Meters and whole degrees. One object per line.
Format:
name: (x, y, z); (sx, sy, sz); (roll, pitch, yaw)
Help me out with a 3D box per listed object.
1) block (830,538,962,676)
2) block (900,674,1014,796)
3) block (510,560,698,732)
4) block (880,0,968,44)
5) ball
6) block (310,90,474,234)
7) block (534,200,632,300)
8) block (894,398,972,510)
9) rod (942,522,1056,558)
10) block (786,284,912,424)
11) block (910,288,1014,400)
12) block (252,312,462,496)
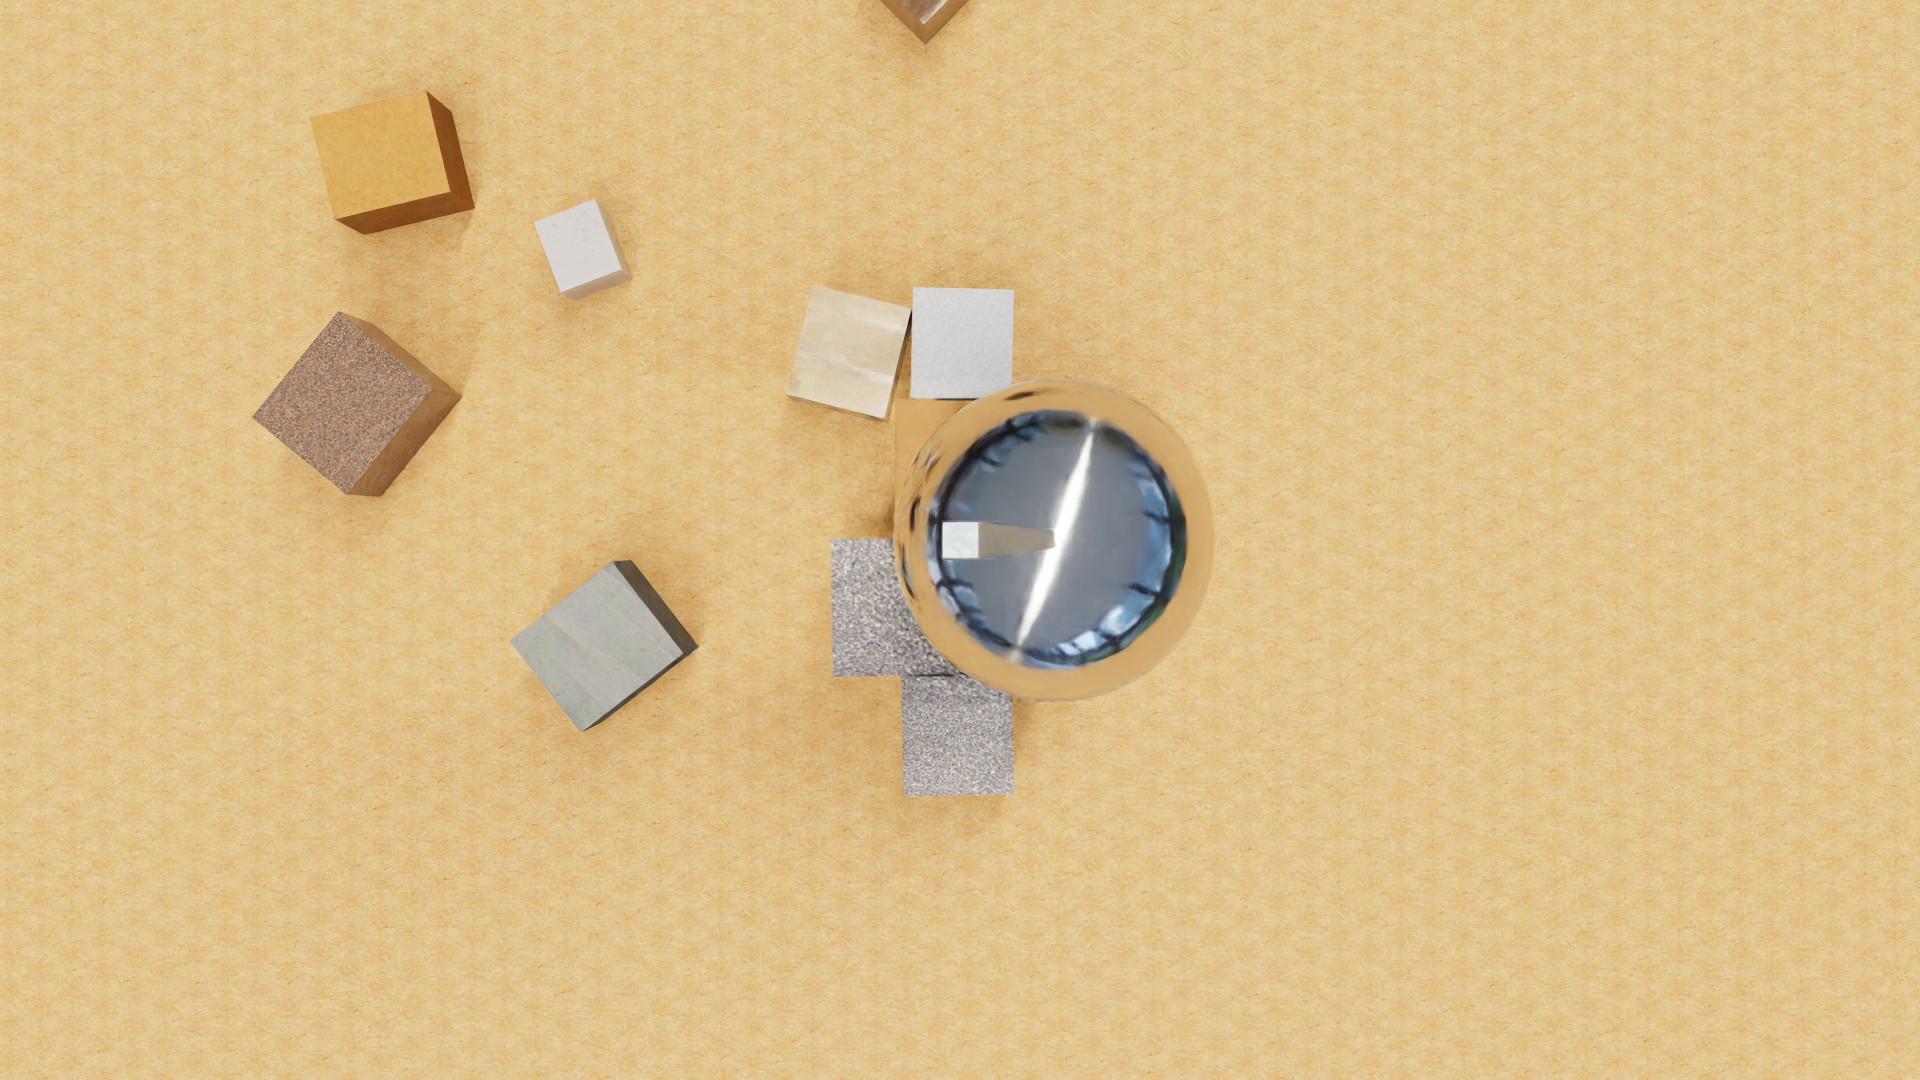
block: (-0.358, 0.374, 12.640); (0.715, 0.721, 0.769); (-1, 90, 0)
block: (-0.013, 1.087, 12.618); (0.615, 0.763, 0.668); (-2, 90, 0)
block: (-2.026, 0.596, 12.625); (0.722, 0.749, 0.650); (-38, 90, 0)
block: (-0.212, -3.275, 12.743); (0.497, 0.515, 0.490); (44, 90, 0)
ball: (0.464, 0.000, 10.906); (1.600, 1.600, 1.600); (0, 90, 0)
block: (-3.262, -2.167, 12.682); (0.671, 0.636, 0.589); (-13, 90, 0)
block: (-2.183, -1.681, 12.780); (0.373, 0.441, 0.430); (-21, 90, 0)
block: (-0.047, -0.420, 12.675); (0.645, 0.650, 0.736); (1, 90, 0)
rod: (0.201, 0.000, 7.516); (0.080, 5.200, 0.080); (0, 90, 4)
block: (-0.629, -1.064, 12.701); (0.571, 0.599, 0.640); (14, 90, 0)
block: (0.012, -1.109, 12.709); (0.569, 0.583, 0.625); (1, 90, 0)
block: (-3.447, -0.766, 12.635); (0.683, 0.729, 0.767); (39, 90, 0)
